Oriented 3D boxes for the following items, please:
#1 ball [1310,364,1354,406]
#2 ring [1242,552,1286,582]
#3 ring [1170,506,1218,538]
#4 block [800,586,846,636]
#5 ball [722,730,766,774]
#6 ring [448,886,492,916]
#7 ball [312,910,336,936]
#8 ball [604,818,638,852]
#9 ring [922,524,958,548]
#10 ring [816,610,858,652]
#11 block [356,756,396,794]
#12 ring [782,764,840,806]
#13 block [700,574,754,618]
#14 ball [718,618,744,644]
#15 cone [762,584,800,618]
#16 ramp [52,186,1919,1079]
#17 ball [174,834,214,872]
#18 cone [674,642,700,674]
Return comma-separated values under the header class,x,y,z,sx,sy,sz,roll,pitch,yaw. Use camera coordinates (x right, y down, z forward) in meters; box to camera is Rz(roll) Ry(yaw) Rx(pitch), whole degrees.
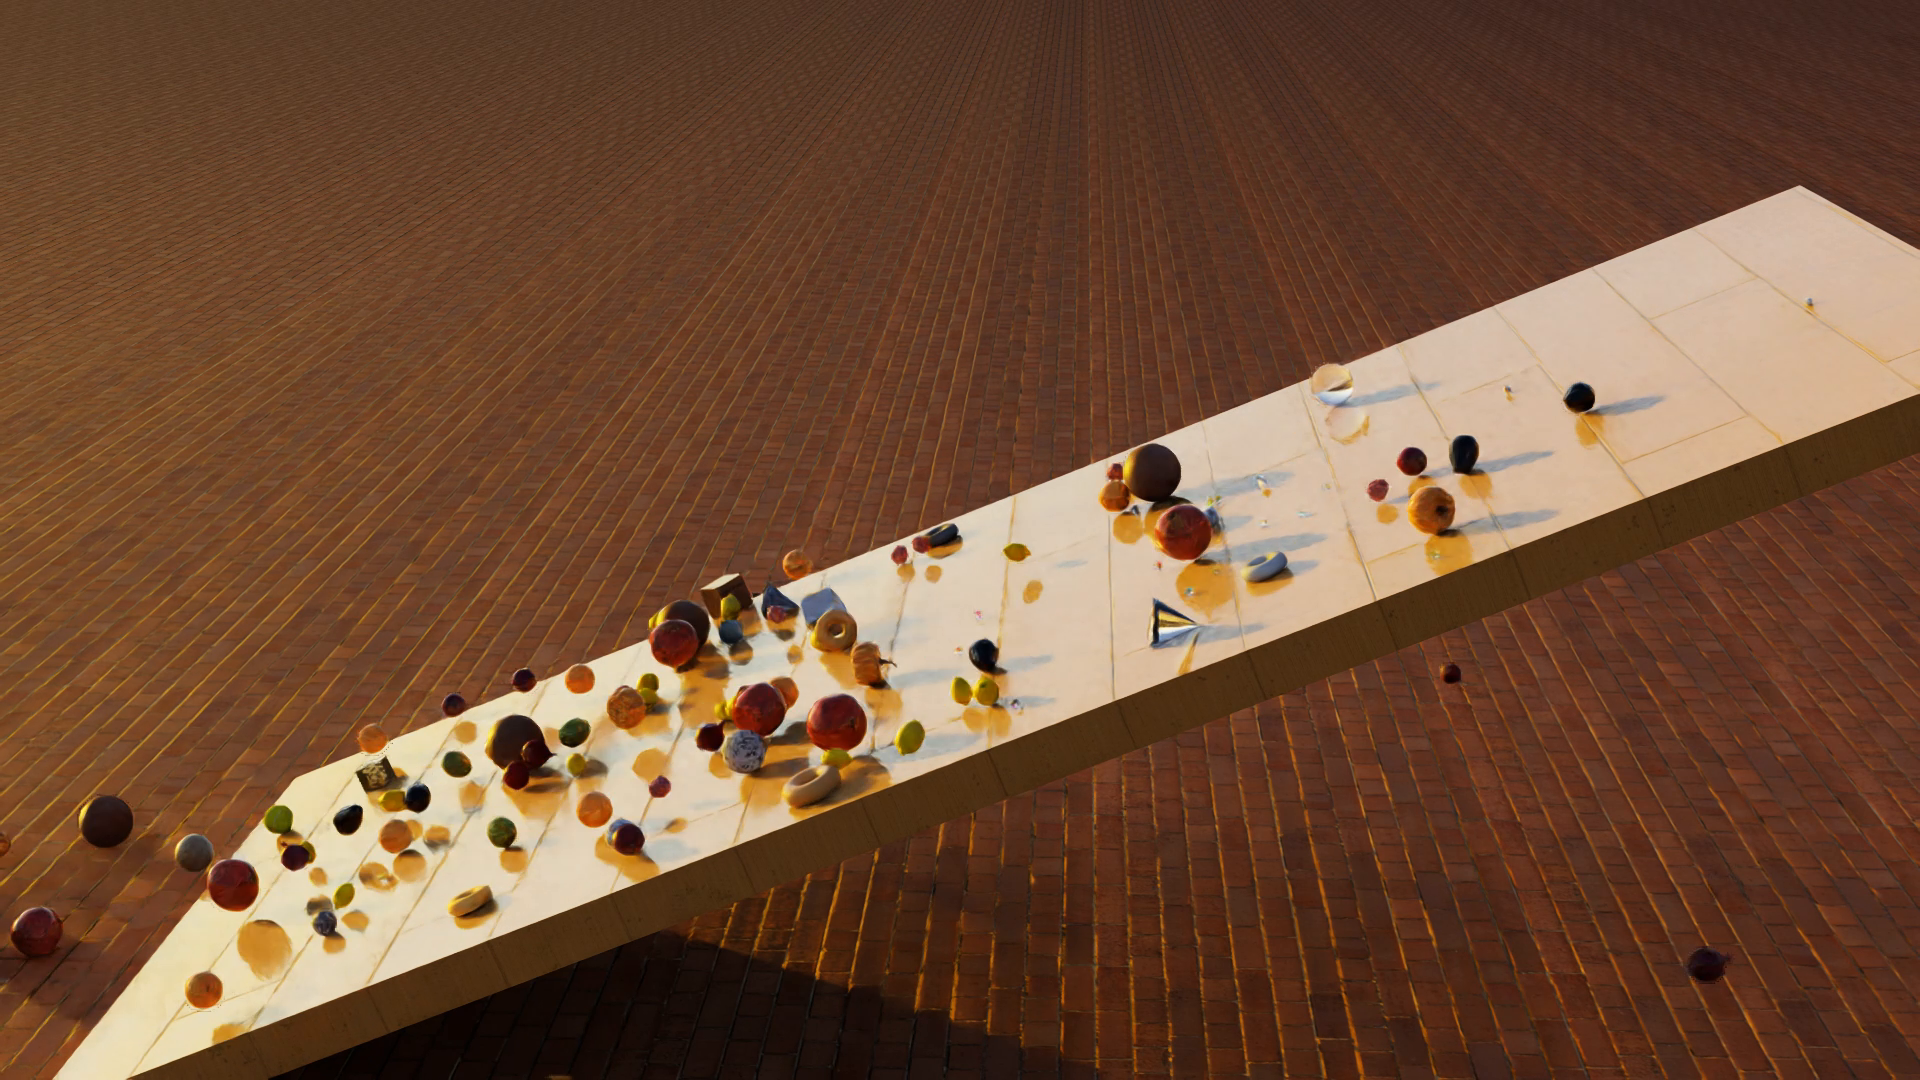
class,x,y,z,sx,sy,sz,roll,pitch,yaw
ball,0.854,-0.356,6.747,0.099,0.099,0.099,0,14,0
ring,0.585,0.051,5.659,0.094,0.031,0.094,-23,12,5
ring,0.492,-0.037,6.193,0.111,0.037,0.111,-23,11,5
block,-0.301,0.167,6.586,0.075,0.075,0.075,-26,46,11
ball,-0.426,0.417,5.804,0.088,0.088,0.088,0,14,0
ring,-0.948,0.697,5.692,0.092,0.031,0.092,-23,8,4
ball,-1.283,0.772,5.934,0.050,0.050,0.050,0,14,0
ball,-0.650,0.565,5.638,0.063,0.063,0.063,0,14,0
ring,-0.048,-0.011,7.075,0.094,0.031,0.094,-23,12,5
ring,-0.270,0.197,6.426,0.094,0.094,0.031,1,8,4
block,-1.395,0.559,7.024,0.060,0.060,0.060,-19,13,17
ring,-0.277,0.457,5.476,0.117,0.039,0.117,-23,16,7
block,-0.578,0.140,7.280,0.080,0.080,0.080,-32,15,-34
ball,-0.541,0.215,6.936,0.061,0.061,0.061,0,14,0
cone,-0.422,0.154,7.038,0.083,0.083,0.083,9,16,14
ramp,0.126,0.172,6.288,4.000,0.100,2.000,-21,12,8
ball,-1.808,0.739,6.946,0.090,0.090,0.090,0,14,0
cone,-0.654,0.269,6.896,0.068,0.068,0.068,-22,12,5
